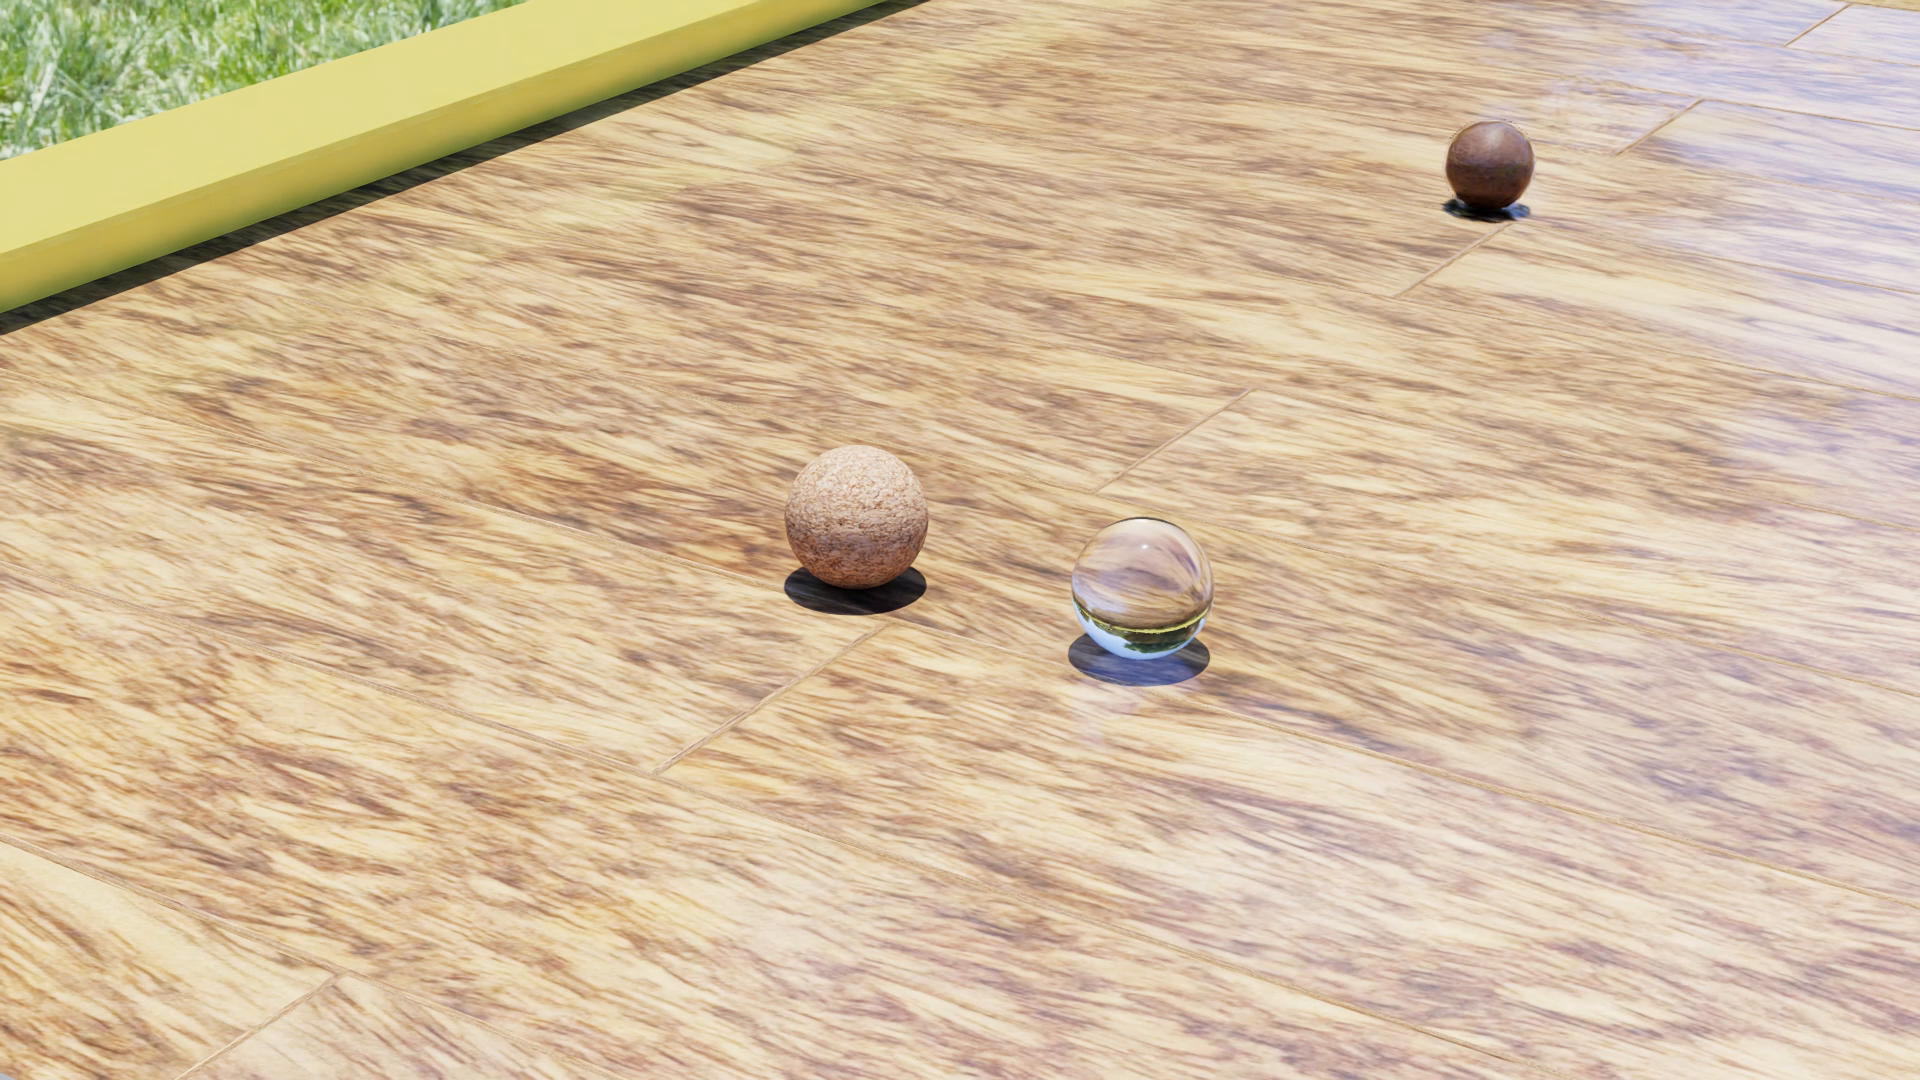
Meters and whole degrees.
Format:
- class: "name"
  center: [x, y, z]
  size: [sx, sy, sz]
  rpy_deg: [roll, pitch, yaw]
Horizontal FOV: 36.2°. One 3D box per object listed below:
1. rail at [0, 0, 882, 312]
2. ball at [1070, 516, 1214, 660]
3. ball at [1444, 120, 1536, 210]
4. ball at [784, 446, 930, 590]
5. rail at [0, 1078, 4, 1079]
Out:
- class: "rail"
  center: [-0.358, -0.501, 2.987]
  size: [0.045, 0.123, 3.276]
  rpy_deg: [15, 28, 30]
- class: "ball"
  center: [0.113, 0.030, 1.826]
  size: [0.089, 0.089, 0.089]
  rpy_deg: [0, 24, 0]
- class: "ball"
  center: [0.483, -0.341, 2.678]
  size: [0.081, 0.081, 0.081]
  rpy_deg: [0, 24, 0]
- class: "ball"
  center: [-0.067, -0.015, 1.921]
  size: [0.094, 0.094, 0.094]
  rpy_deg: [0, 24, 0]
- class: "rail"
  center: [-0.430, 0.255, 1.272]
  size: [1.954, 0.123, 0.045]
  rpy_deg: [15, 28, 30]
